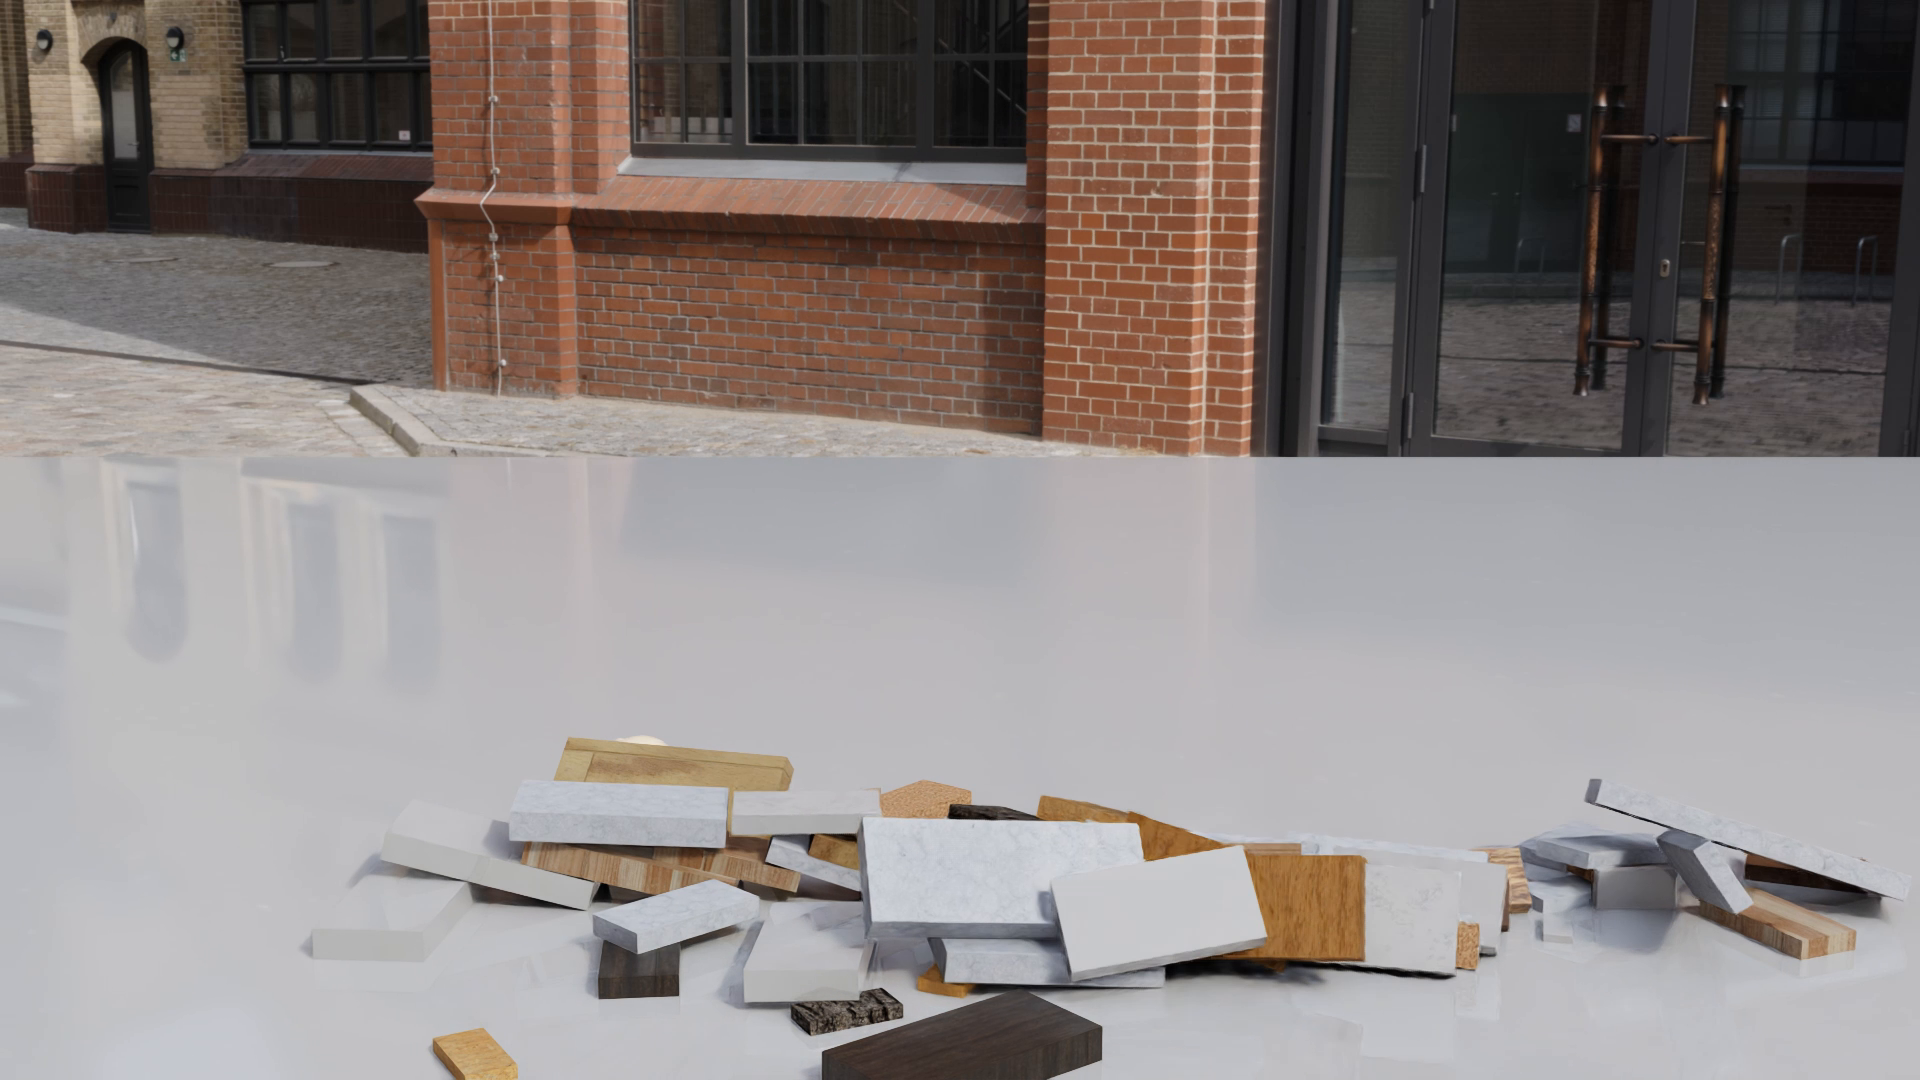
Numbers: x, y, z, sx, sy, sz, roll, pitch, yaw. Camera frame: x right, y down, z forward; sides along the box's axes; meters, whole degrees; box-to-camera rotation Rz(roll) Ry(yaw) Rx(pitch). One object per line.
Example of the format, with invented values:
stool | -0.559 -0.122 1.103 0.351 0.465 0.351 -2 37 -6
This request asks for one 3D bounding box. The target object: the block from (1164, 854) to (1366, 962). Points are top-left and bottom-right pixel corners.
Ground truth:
block | 0.454 0.550 3.294 0.301 0.151 0.043 -3 -18 22

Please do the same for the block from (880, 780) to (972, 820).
block | -0.135 0.505 4.033 0.117 0.033 0.353 8 13 38

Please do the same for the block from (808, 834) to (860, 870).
block | -0.126 0.523 3.655 0.250 0.035 0.125 18 10 -6

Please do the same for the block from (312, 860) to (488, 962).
block | -0.894 0.589 3.538 0.173 0.049 0.347 1 11 4

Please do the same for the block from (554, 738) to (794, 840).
block | -0.528 0.457 3.969 0.434 0.166 0.047 3 -33 17

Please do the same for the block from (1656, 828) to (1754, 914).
block | 1.161 0.515 3.440 0.031 0.111 0.340 -33 -8 5

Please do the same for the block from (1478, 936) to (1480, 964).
block | 0.749 0.622 3.367 0.091 0.045 0.013 3 -6 17

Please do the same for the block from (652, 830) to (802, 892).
block | -0.380 0.522 3.656 0.242 0.034 0.121 13 11 -1

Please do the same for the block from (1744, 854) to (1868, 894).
block | 1.442 0.562 3.744 0.194 0.028 0.097 4 11 22

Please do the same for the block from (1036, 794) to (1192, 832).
block | 0.293 0.507 3.876 0.292 0.041 0.146 10 -4 43

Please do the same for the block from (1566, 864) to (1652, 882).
block | 1.108 0.557 3.687 0.163 0.023 0.081 6 7 -27

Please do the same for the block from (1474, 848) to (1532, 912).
block | 0.819 0.558 3.591 0.206 0.029 0.103 -1 51 -3

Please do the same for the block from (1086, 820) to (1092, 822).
block | 0.304 0.522 3.659 0.203 0.029 0.101 17 11 -2

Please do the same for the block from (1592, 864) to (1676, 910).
block | 1.104 0.569 3.599 0.133 0.067 0.019 -1 11 -7

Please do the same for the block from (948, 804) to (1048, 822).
block | 0.131 0.516 3.861 0.293 0.040 0.142 10 0 44

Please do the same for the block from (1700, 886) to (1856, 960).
block | 1.296 0.607 3.492 0.111 0.031 0.221 -5 11 -23

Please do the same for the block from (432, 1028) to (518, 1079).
block | -0.660 0.705 2.993 0.072 0.020 0.144 -6 12 -30

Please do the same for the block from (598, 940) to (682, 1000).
block | -0.484 0.634 3.339 0.117 0.033 0.234 -1 11 -6

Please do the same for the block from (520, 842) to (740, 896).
block | -0.539 0.527 3.661 0.346 0.049 0.173 13 11 -1

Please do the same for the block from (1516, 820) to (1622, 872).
block | 1.072 0.539 3.870 0.097 0.028 0.194 10 15 43

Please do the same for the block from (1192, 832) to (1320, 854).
block | 0.437 0.544 3.537 0.269 0.135 0.038 3 -15 16

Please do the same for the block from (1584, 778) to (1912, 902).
block | 1.292 0.492 3.628 0.500 0.041 0.146 17 -3 10

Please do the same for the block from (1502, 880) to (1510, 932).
block | 0.795 0.579 3.522 0.163 0.081 0.023 2 -34 12

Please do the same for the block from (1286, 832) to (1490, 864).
block | 0.676 0.553 3.529 0.324 0.135 0.038 4 -34 19

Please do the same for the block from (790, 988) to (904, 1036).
block | -0.162 0.676 3.152 0.144 0.020 0.072 -5 12 -26

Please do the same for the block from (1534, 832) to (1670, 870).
block | 1.120 0.528 3.741 0.366 0.028 0.097 5 4 -44

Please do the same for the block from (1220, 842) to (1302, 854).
block | 0.393 0.548 3.450 0.284 0.142 0.040 -1 -15 12

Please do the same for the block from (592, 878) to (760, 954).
block | -0.441 0.585 3.426 0.234 0.033 0.117 -10 14 -43

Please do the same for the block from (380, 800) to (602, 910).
block | -0.769 0.523 3.661 0.347 0.049 0.173 14 10 -2

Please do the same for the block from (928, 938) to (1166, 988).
block | 0.129 0.617 3.313 0.331 0.047 0.166 3 10 -10

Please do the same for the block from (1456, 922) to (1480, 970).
block | 0.722 0.613 3.355 0.133 0.067 0.019 3 1 17

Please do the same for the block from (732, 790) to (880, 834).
block | -0.254 0.450 3.639 0.242 0.034 0.121 0 12 -4

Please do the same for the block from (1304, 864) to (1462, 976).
block | 0.604 0.571 3.349 0.301 0.151 0.043 3 -14 15

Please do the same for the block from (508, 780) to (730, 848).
block | -0.559 0.452 3.635 0.346 0.049 0.173 3 11 -5

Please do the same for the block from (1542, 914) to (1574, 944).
block | 0.948 0.617 3.488 0.045 0.013 0.091 3 11 14

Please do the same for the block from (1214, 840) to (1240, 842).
block | 0.326 0.545 3.510 0.284 0.142 0.040 2 -13 12

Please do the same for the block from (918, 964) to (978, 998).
block | -0.001 0.648 3.301 0.072 0.020 0.144 5 11 23

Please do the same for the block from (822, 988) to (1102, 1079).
block | 0.005 0.696 2.966 0.347 0.049 0.173 -8 13 -38

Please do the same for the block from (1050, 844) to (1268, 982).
block | 0.290 0.549 3.239 0.292 0.146 0.041 -9 -29 -6

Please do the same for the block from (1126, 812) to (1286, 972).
block | 0.377 0.539 3.381 0.301 0.151 0.043 17 -9 27

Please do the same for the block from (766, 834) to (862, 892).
block | -0.199 0.535 3.655 0.242 0.034 0.121 18 10 -4

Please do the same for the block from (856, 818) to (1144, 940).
block | 0.068 0.510 3.306 0.434 0.049 0.173 3 52 -14

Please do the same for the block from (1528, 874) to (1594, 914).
block | 1.006 0.584 3.641 0.163 0.023 0.081 -4 11 -23

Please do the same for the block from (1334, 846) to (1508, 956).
block | 0.715 0.565 3.454 0.269 0.135 0.038 4 -29 21

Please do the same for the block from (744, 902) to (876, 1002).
block | -0.221 0.619 3.324 0.166 0.047 0.331 -1 7 3
